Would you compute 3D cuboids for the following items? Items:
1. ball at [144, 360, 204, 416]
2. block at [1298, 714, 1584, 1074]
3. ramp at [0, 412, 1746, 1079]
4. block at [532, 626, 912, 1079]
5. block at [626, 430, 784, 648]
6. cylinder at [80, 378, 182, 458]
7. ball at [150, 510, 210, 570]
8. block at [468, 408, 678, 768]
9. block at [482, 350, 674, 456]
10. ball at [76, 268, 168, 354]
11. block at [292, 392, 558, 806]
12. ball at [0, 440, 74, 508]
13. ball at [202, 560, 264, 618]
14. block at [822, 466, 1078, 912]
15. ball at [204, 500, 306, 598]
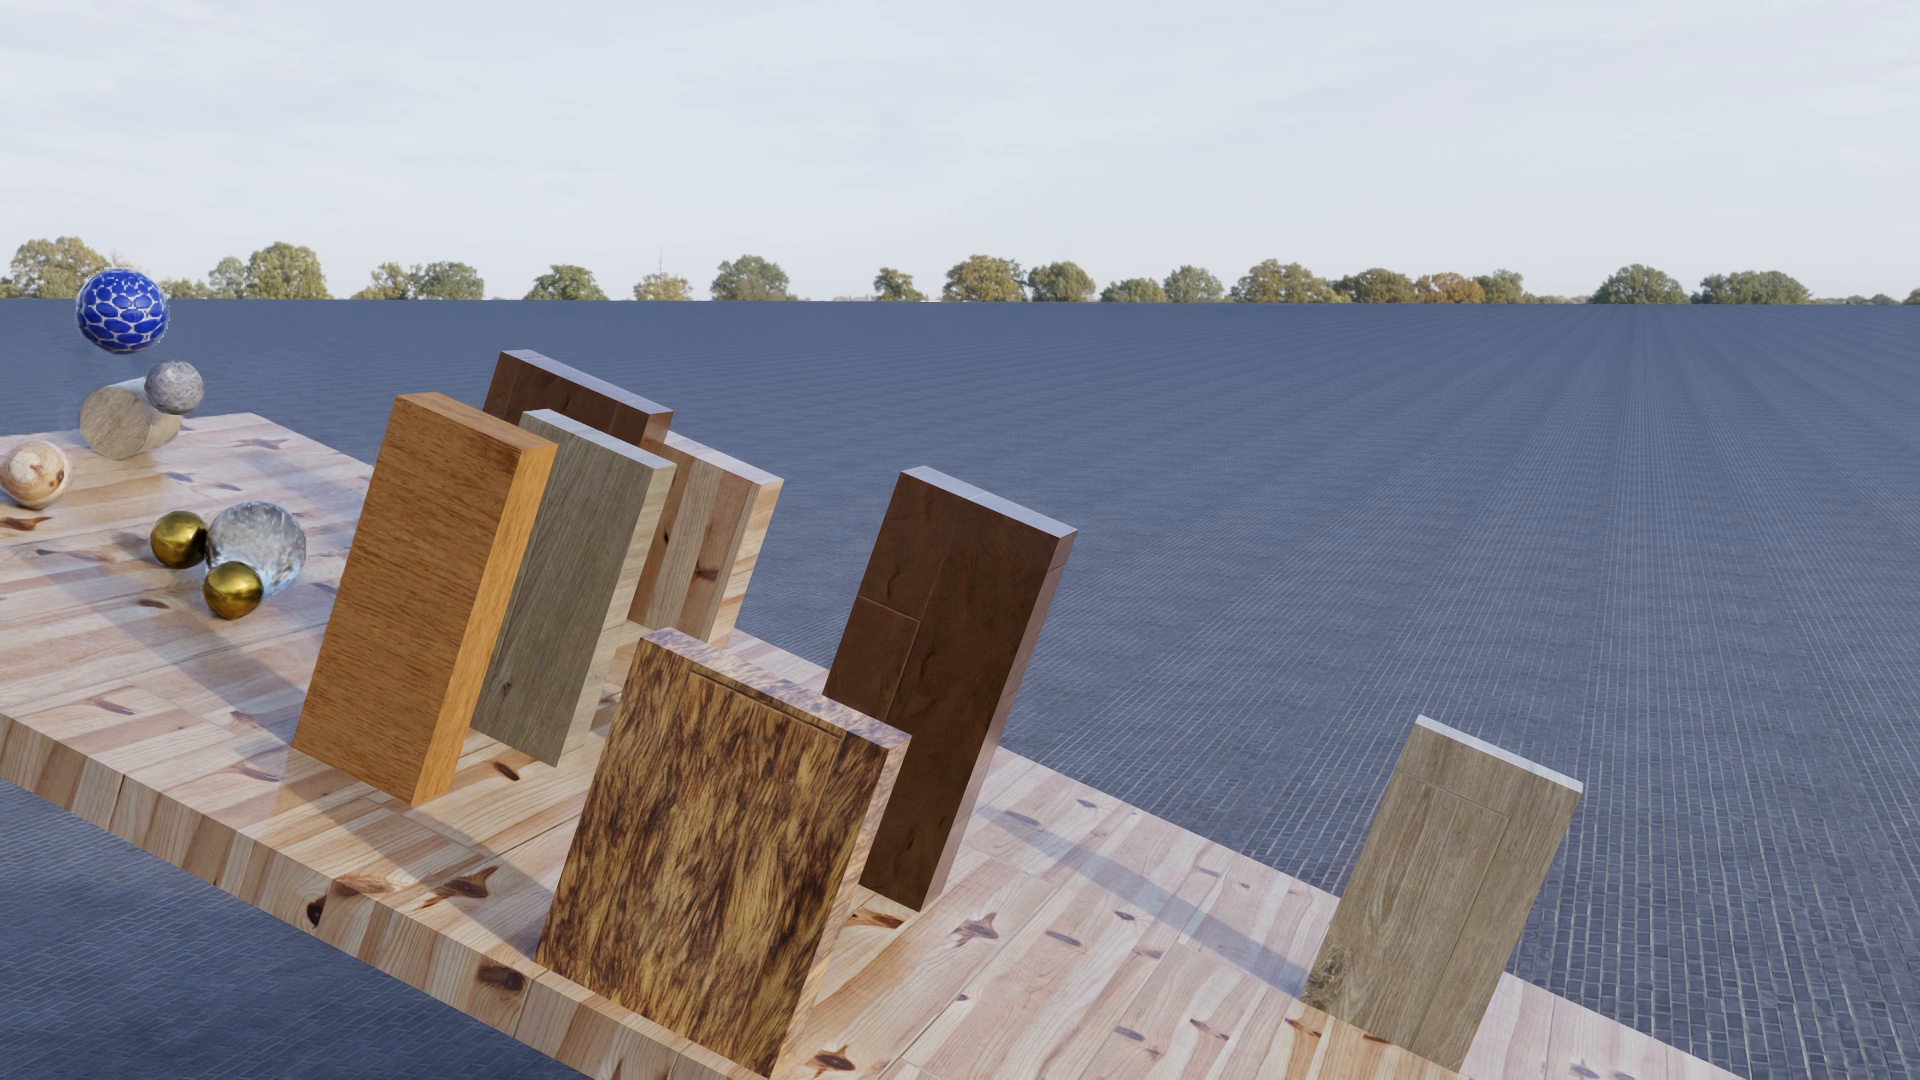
[{"bbox_3d":[-1.719,-0.334,4.813,0.122,0.122,0.122,0,7,0],"label":"ball"},{"bbox_3d":[0.910,0.672,4.181,0.325,0.595,0.086,23,13,13],"label":"block"},{"bbox_3d":[-0.327,0.594,4.207,4.000,0.100,2.000,23,13,13],"label":"ramp"},{"bbox_3d":[-0.356,0.459,3.250,0.408,0.537,0.101,23,13,13],"label":"block"},{"bbox_3d":[-0.656,-0.009,5.076,0.363,0.416,0.141,23,13,13],"label":"block"},{"bbox_3d":[-1.856,-0.274,4.928,0.162,0.162,0.162,1,11,6],"label":"cylinder"},{"bbox_3d":[-1.542,0.000,4.354,0.116,0.116,0.116,0,7,0],"label":"ball"},{"bbox_3d":[-0.756,0.089,4.073,0.278,0.598,0.098,23,13,13],"label":"block"},{"bbox_3d":[-0.896,-0.102,4.832,0.373,0.530,0.127,23,13,13],"label":"block"},{"bbox_3d":[-1.703,-0.465,4.469,0.175,0.175,0.175,0,7,0],"label":"ball"},{"bbox_3d":[-0.904,0.096,3.705,0.243,0.642,0.126,23,13,13],"label":"block"},{"bbox_3d":[-1.845,-0.132,4.395,0.138,0.138,0.138,0,7,0],"label":"ball"},{"bbox_3d":[-1.388,0.095,4.198,0.111,0.111,0.111,0,7,0],"label":"ball"},{"bbox_3d":[-0.070,0.271,4.023,0.312,0.743,0.135,23,13,13],"label":"block"},{"bbox_3d":[-1.389,0.018,4.337,0.193,0.193,0.193,0,7,0],"label":"ball"}]
